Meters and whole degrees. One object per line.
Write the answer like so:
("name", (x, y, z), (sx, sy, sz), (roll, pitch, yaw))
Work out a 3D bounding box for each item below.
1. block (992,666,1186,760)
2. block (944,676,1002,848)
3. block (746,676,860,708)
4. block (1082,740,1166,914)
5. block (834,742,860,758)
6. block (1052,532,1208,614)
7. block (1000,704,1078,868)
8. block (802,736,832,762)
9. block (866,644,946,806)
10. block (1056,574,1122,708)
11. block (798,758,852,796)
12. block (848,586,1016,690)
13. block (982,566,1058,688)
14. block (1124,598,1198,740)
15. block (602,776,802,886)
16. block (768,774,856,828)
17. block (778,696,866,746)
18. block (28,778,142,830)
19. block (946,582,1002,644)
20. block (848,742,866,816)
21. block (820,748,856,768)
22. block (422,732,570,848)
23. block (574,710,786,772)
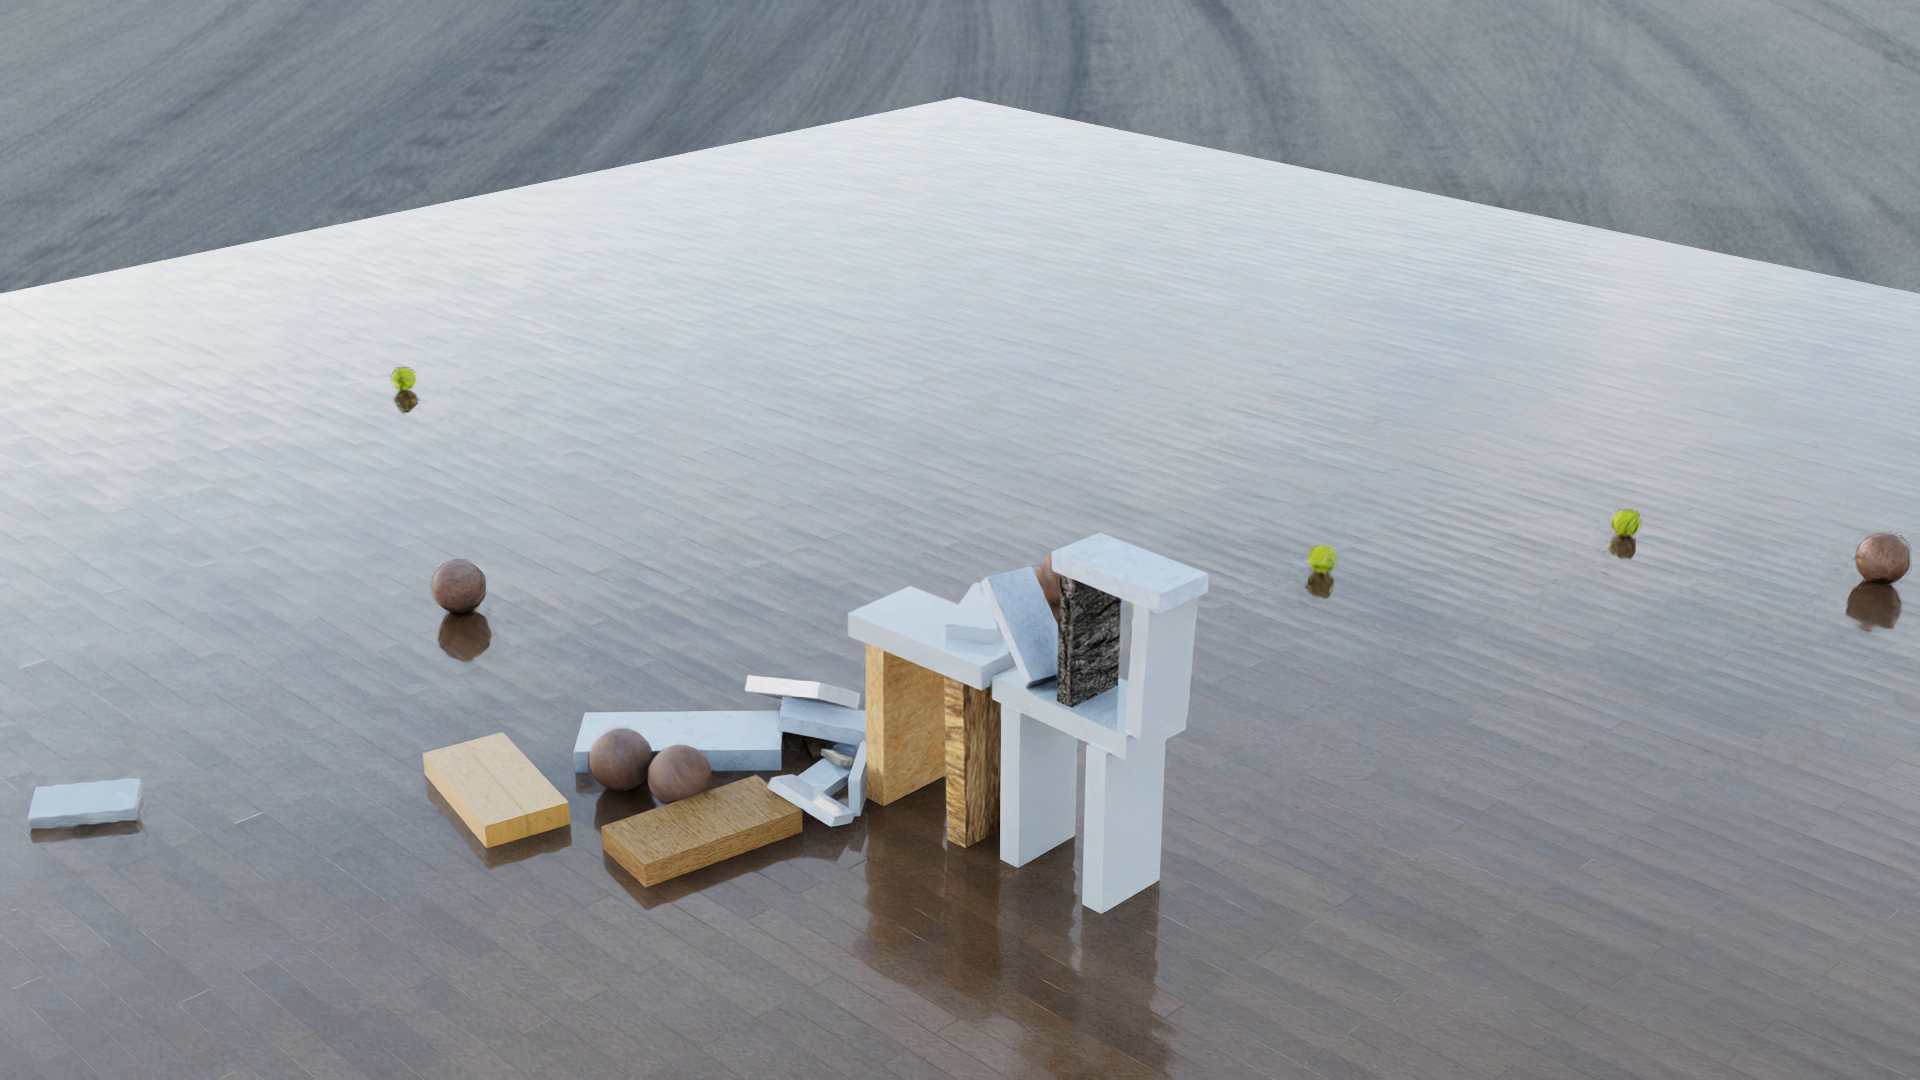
("block", (0.240, 0.305, 4.118), (0.169, 0.048, 0.338), (-21, 31, -40))
("block", (0.053, 0.411, 4.336), (0.050, 0.356, 0.178), (20, 30, 41))
("block", (-0.344, 0.331, 4.790), (0.241, 0.034, 0.121), (2, -13, 45))
("block", (0.307, 0.514, 4.117), (0.048, 0.337, 0.169), (21, 31, 40))
("block", (-0.216, 0.447, 4.689), (0.095, 0.014, 0.048), (13, 26, 27))
("block", (0.302, 0.057, 3.929), (0.130, 0.037, 0.259), (-21, 31, -40))
("block", (0.154, 0.450, 4.268), (0.048, 0.338, 0.169), (20, 30, 39))
("block", (-0.303, 0.442, 4.702), (0.048, 0.014, 0.095), (-7, 24, -16))
("block", (-0.110, 0.347, 4.486), (0.050, 0.356, 0.178), (22, 31, 40))
("block", (0.239, 0.167, 4.049), (0.037, 0.259, 0.130), (22, 31, 40))
("block", (-0.296, 0.504, 4.543), (0.082, 0.023, 0.165), (14, 27, 29))
("block", (-0.031, 0.190, 4.334), (0.356, 0.050, 0.178), (20, 30, 38))
("block", (0.131, 0.164, 4.171), (0.101, 0.029, 0.224), (-13, 67, -27))
("block", (0.360, 0.217, 3.933), (0.130, 0.259, 0.037), (-20, 33, -39))
("block", (-0.509, 0.572, 4.349), (0.353, 0.050, 0.176), (-16, 28, -33))
("block", (-0.298, 0.522, 4.416), (0.165, 0.023, 0.082), (28, 12, 24))
("block", (-0.267, 0.392, 4.710), (0.241, 0.034, 0.121), (11, 16, -5))
("block", (-1.767, 0.533, 4.448), (0.202, 0.029, 0.101), (-4, 32, -10))
("block", (0.049, 0.143, 4.343), (0.101, 0.029, 0.203), (6, 24, 15))
("block", (-0.203, 0.488, 4.505), (0.023, 0.082, 0.165), (3, 23, 6))
("block", (-0.250, 0.459, 4.618), (0.048, 0.014, 0.095), (11, 3, -30))
("block", (-0.952, 0.508, 4.500), (0.176, 0.050, 0.353), (-14, 27, -29))
("block", (-0.593, 0.429, 4.687), (0.432, 0.050, 0.176), (0, 23, -1))
